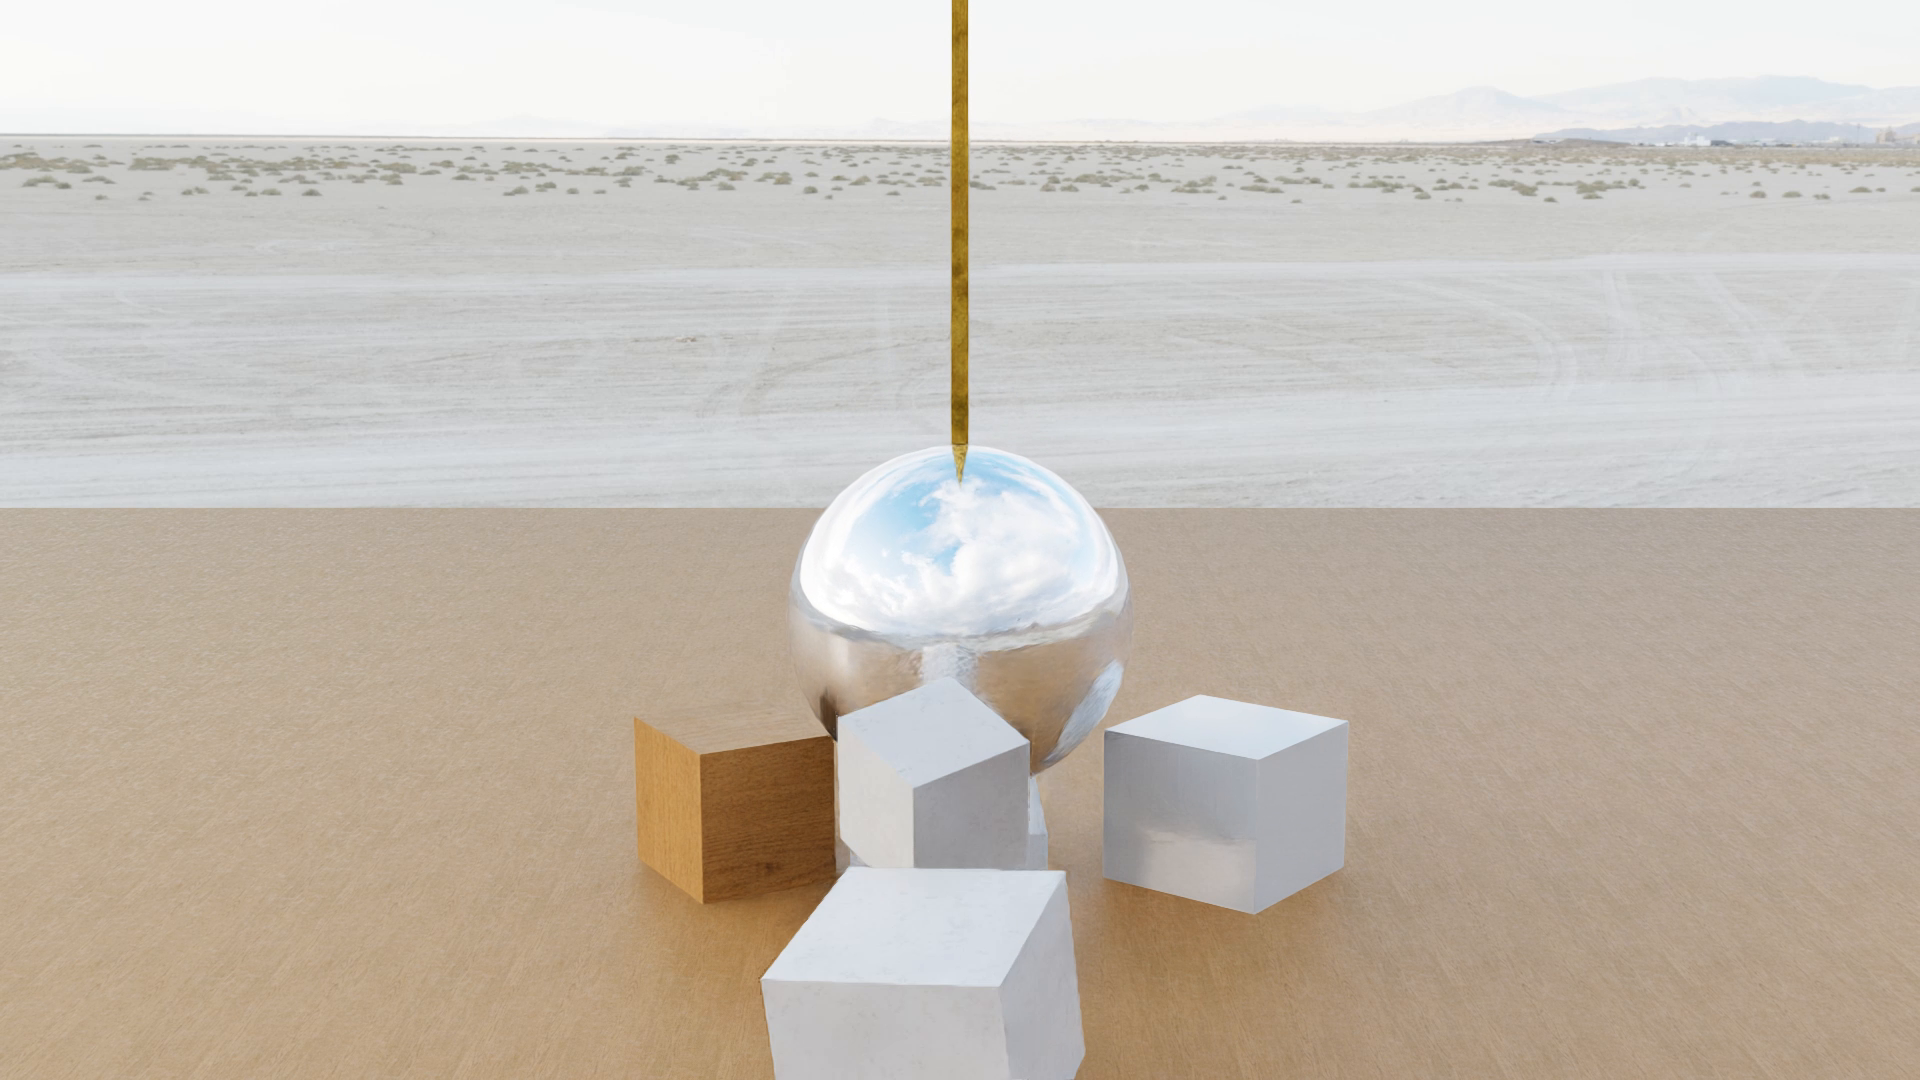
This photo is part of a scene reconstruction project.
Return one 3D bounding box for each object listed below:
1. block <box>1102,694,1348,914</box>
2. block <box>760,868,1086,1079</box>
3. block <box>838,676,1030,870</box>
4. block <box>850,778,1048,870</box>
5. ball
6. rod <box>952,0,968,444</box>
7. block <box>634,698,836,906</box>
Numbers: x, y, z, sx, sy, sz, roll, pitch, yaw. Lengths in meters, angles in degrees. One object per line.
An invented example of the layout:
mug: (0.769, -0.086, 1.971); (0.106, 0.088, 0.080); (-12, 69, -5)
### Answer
block: (1.284, 1.252, 10.621); (0.843, 0.737, 0.856); (8, 13, 37)
block: (-0.100, 1.657, 7.627); (0.822, 0.721, 0.877); (-2, 16, 18)
block: (-0.107, 0.989, 8.642); (0.532, 0.592, 0.545); (-19, 35, -29)
block: (-0.055, 1.482, 9.337); (0.799, 0.738, 0.792); (0, 11, -2)
ball: (0.000, 0.362, 10.106); (1.600, 1.600, 1.600); (0, 10, 0)
rod: (0.000, -3.038, 10.134); (0.080, 5.200, 0.080); (0, 0, 0)
block: (-1.097, 1.249, 10.669); (0.692, 0.725, 0.793); (-6, 12, -30)
